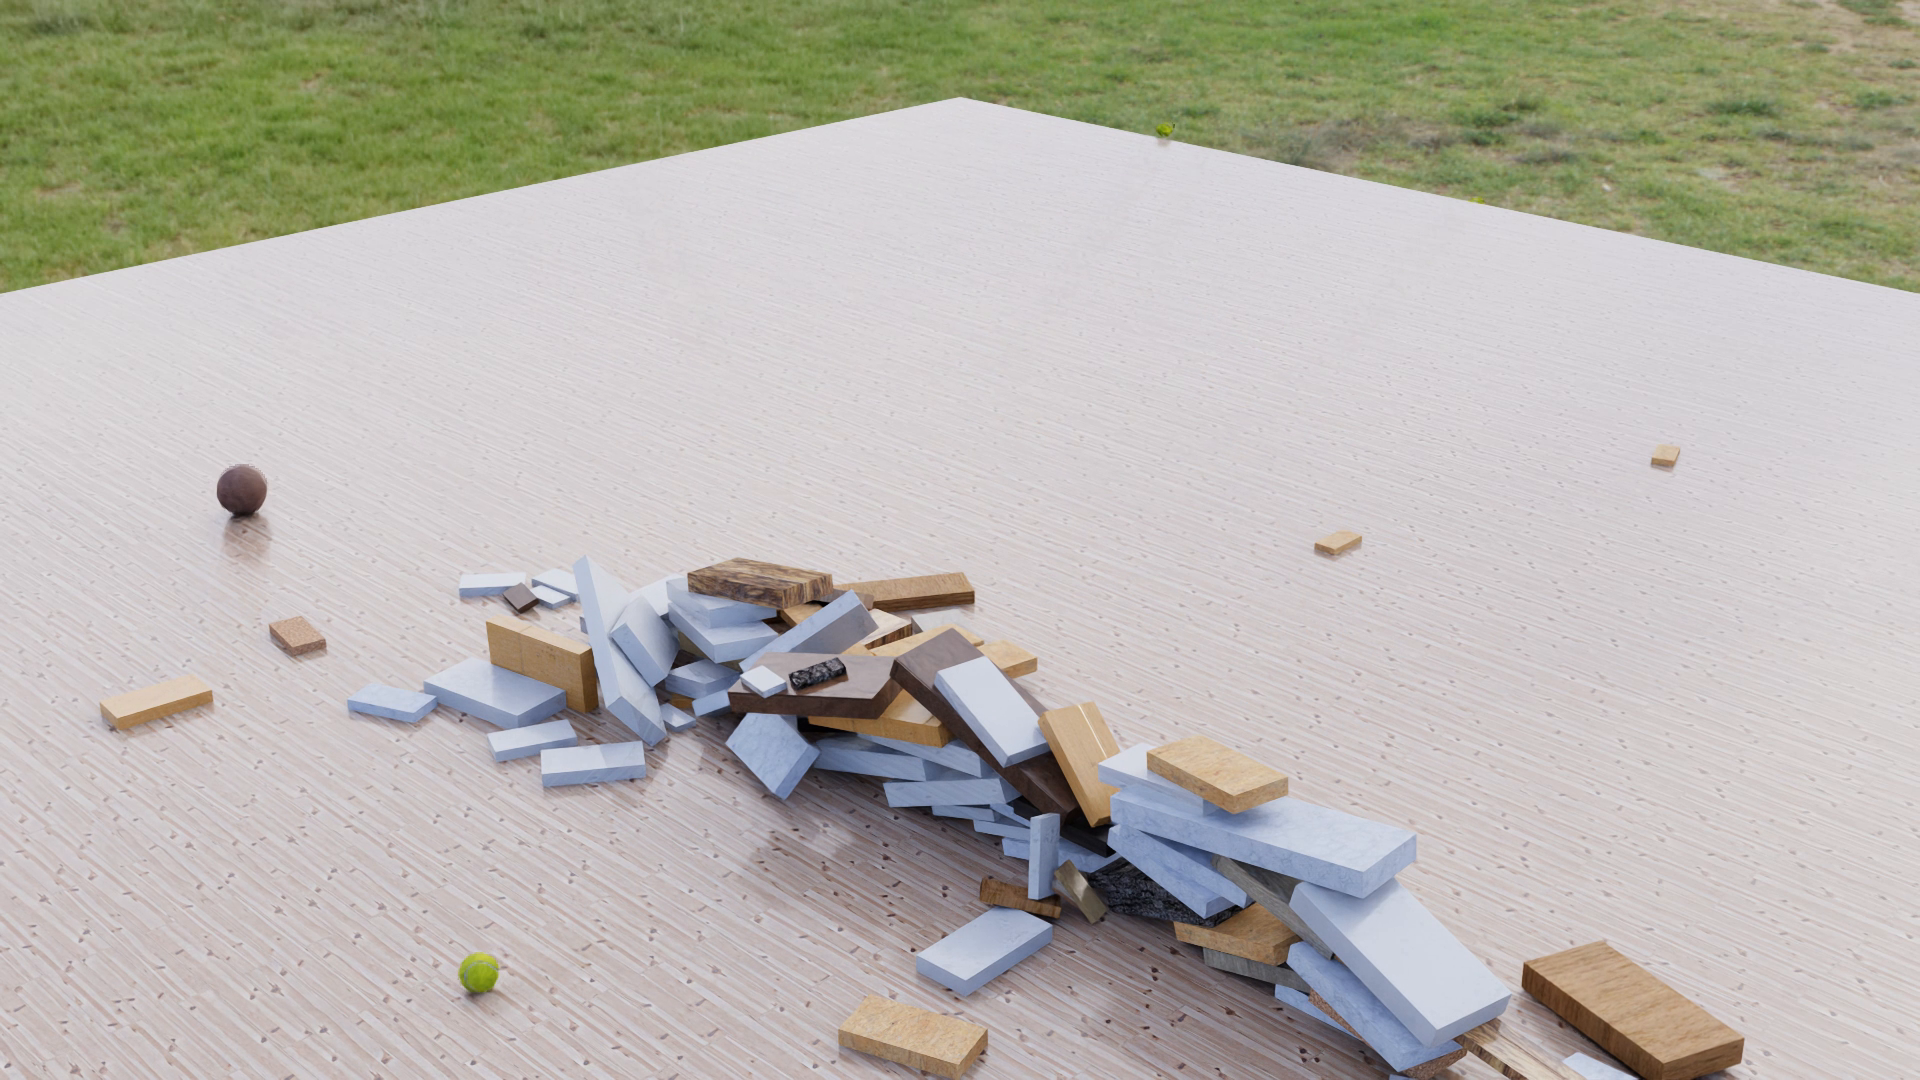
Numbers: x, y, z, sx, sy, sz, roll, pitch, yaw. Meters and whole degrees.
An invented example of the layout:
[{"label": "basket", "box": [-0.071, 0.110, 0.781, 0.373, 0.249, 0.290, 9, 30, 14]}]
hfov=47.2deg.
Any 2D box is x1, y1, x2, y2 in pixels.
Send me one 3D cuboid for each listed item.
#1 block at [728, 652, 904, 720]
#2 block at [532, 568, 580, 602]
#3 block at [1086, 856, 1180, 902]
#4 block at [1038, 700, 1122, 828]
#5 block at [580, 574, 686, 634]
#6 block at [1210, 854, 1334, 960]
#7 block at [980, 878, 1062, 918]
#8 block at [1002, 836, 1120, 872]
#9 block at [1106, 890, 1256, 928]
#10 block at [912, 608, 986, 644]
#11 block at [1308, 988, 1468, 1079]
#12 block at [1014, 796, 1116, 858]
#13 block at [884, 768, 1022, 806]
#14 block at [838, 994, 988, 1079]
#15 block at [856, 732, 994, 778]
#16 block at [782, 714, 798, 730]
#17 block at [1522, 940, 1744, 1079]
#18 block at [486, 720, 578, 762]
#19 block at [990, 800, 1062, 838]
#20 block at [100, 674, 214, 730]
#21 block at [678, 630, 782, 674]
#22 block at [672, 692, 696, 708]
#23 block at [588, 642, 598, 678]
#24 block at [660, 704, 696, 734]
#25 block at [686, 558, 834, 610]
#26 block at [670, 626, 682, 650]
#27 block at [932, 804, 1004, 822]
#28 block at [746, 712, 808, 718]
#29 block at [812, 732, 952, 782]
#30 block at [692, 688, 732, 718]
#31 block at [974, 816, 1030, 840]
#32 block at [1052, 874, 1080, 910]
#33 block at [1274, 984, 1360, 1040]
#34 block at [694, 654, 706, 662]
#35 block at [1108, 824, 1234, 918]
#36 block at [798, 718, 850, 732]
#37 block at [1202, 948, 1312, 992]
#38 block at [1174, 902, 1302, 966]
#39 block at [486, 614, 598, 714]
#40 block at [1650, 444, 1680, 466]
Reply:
[{"label": "block", "box": [-0.284, 0.293, 4.462, 0.336, 0.048, 0.168, 1, 27, 26]}, {"label": "block", "box": [-0.981, 0.112, 5.468, 0.159, 0.023, 0.080, 17, 28, 34]}, {"label": "block", "box": [0.361, 0.624, 4.107, 0.118, 0.033, 0.236, -20, 13, -39]}, {"label": "block", "box": [0.252, 0.423, 4.167, 0.119, 0.034, 0.238, -10, 59, -32]}, {"label": "block", "box": [-0.738, 0.168, 5.229, 0.150, 0.043, 0.301, 19, 32, 38]}, {"label": "block", "box": [0.590, 0.611, 3.852, 0.140, 0.040, 0.280, -19, 44, -40]}, {"label": "block", "box": [0.112, 0.667, 4.098, 0.150, 0.021, 0.075, 13, 8, -1]}, {"label": "block", "box": [0.206, 0.589, 4.255, 0.118, 0.033, 0.236, -21, 16, -40]}, {"label": "block", "box": [0.409, 0.658, 4.066, 0.130, 0.037, 0.260, -20, 13, -40]}, {"label": "block", "box": [-0.022, 0.232, 5.171, 0.118, 0.034, 0.237, -8, 24, -18]}, {"label": "block", "box": [0.723, 0.810, 3.710, 0.123, 0.035, 0.246, -18, 37, -37]}, {"label": "block", "box": [0.229, 0.529, 4.206, 0.236, 0.033, 0.118, 21, 30, 40]}, {"label": "block", "box": [0.029, 0.475, 4.400, 0.178, 0.050, 0.356, -21, 8, -41]}, {"label": "block", "box": [-0.079, 0.843, 3.733, 0.227, 0.032, 0.113, 11, 25, 24]}, {"label": "block", "box": [-0.024, 0.381, 4.417, 0.178, 0.050, 0.356, -21, 24, -41]}, {"label": "block", "box": [-0.365, 0.394, 4.656, 0.017, 0.122, 0.061, -1, -6, -31]}, {"label": "block", "box": [1.147, 0.808, 3.767, 0.175, 0.050, 0.350, -9, 22, -24]}, {"label": "block", "box": [-0.917, 0.430, 4.716, 0.175, 0.025, 0.088, -9, 25, -21]}, {"label": "block", "box": [0.153, 0.527, 4.285, 0.176, 0.025, 0.088, 21, 31, 40]}, {"label": "block", "box": [-1.782, 0.358, 4.878, 0.212, 0.030, 0.106, -18, 29, -36]}, {"label": "block", "box": [-0.503, 0.239, 5.008, 0.148, 0.042, 0.296, -14, 17, -34]}, {"label": "block", "box": [-0.561, 0.353, 4.907, 0.159, 0.017, 0.061, 1, 23, 1]}, {"label": "block", "box": [-0.821, 0.264, 5.104, 0.094, 0.027, 0.188, 1, 23, 3]}, {"label": "block", "box": [-0.632, 0.390, 4.822, 0.054, 0.015, 0.107, -20, 30, -38]}, {"label": "block", "box": [-0.458, 0.098, 5.024, 0.316, 0.045, 0.158, 9, 19, 41]}, {"label": "block", "box": [-0.645, 0.228, 5.190, 0.188, 0.027, 0.094, -2, 23, -5]}, {"label": "block", "box": [0.035, 0.531, 4.412, 0.088, 0.025, 0.176, -22, 14, -42]}, {"label": "block", "box": [-0.357, 0.352, 4.776, 0.110, 0.031, 0.221, -28, 13, -40]}, {"label": "block", "box": [-0.129, 0.431, 4.552, 0.178, 0.050, 0.356, -21, 14, -41]}, {"label": "block", "box": [-0.445, 0.328, 4.761, 0.246, 0.035, 0.123, -20, -9, 9]}, {"label": "block", "box": [0.120, 0.557, 4.333, 0.176, 0.025, 0.088, 3, 18, 46]}, {"label": "block", "box": [0.212, 0.657, 4.107, 0.091, 0.013, 0.045, 38, 40, -18]}, {"label": "block", "box": [0.684, 0.804, 3.821, 0.246, 0.035, 0.123, 21, 31, 40]}, {"label": "block", "box": [-0.514, 0.256, 5.123, 0.094, 0.027, 0.188, 21, 31, 40]}, {"label": "block", "box": [0.405, 0.586, 4.012, 0.130, 0.037, 0.260, -17, 35, -35]}, {"label": "block", "box": [-0.265, 0.372, 4.687, 0.110, 0.031, 0.220, -27, 14, -37]}, {"label": "block", "box": [0.566, 0.739, 3.902, 0.123, 0.035, 0.246, -20, 17, -39]}, {"label": "block", "box": [0.519, 0.697, 3.936, 0.130, 0.037, 0.260, -19, 12, -33]}, {"label": "block", "box": [-0.936, 0.275, 4.921, 0.295, 0.148, 0.042, 16, 30, 33]}, {"label": "block", "box": [2.026, -0.244, 6.313, 0.063, 0.018, 0.125, 10, 25, 23]}]
